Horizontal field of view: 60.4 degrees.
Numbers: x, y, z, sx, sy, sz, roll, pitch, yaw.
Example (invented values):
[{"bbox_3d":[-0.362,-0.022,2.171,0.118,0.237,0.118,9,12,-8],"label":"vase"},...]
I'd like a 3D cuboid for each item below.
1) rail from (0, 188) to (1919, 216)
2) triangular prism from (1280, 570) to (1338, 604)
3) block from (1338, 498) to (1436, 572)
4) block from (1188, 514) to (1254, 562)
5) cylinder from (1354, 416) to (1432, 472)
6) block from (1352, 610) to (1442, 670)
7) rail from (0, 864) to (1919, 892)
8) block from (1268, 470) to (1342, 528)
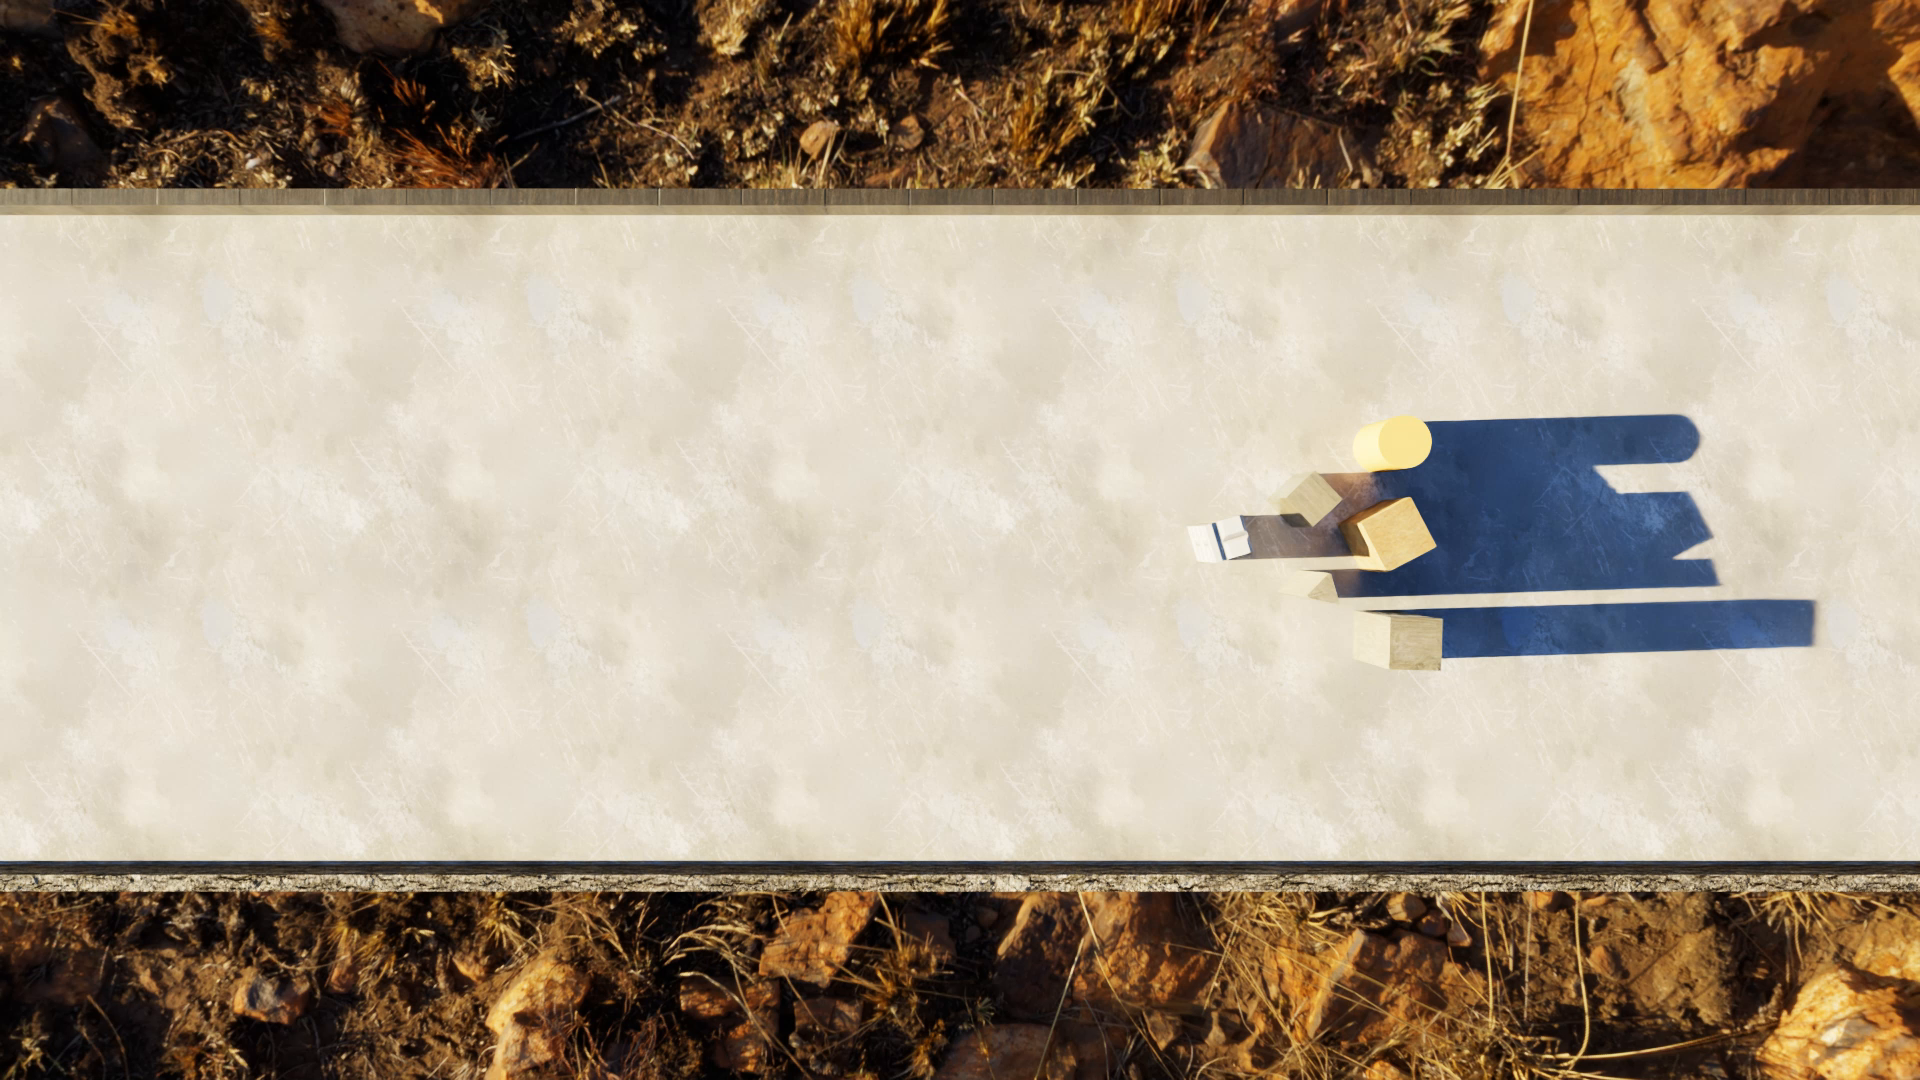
[{"bbox_3d":[-2.247,-1.025,5.002,12.000,0.150,0.050,0,90,0],"label":"rail"},{"bbox_3d":[1.035,0.132,4.864,0.092,0.425,0.079,14,90,0],"label":"triangular prism"},{"bbox_3d":[1.268,-0.015,4.919,0.161,0.316,0.161,-28,90,0],"label":"block"},{"bbox_3d":[0.768,-0.004,4.893,0.111,0.368,0.111,-17,90,0],"label":"block"},{"bbox_3d":[1.287,-0.284,4.923,0.154,0.307,0.154,0,90,0],"label":"cylinder"},{"bbox_3d":[1.285,0.294,4.863,0.147,0.427,0.147,2,90,0],"label":"block"},{"bbox_3d":[-2.247,1.025,5.001,12.000,0.150,0.050,0,90,0],"label":"rail"},{"bbox_3d":[1.025,-0.120,4.922,0.116,0.308,0.116,-43,90,0],"label":"block"}]
